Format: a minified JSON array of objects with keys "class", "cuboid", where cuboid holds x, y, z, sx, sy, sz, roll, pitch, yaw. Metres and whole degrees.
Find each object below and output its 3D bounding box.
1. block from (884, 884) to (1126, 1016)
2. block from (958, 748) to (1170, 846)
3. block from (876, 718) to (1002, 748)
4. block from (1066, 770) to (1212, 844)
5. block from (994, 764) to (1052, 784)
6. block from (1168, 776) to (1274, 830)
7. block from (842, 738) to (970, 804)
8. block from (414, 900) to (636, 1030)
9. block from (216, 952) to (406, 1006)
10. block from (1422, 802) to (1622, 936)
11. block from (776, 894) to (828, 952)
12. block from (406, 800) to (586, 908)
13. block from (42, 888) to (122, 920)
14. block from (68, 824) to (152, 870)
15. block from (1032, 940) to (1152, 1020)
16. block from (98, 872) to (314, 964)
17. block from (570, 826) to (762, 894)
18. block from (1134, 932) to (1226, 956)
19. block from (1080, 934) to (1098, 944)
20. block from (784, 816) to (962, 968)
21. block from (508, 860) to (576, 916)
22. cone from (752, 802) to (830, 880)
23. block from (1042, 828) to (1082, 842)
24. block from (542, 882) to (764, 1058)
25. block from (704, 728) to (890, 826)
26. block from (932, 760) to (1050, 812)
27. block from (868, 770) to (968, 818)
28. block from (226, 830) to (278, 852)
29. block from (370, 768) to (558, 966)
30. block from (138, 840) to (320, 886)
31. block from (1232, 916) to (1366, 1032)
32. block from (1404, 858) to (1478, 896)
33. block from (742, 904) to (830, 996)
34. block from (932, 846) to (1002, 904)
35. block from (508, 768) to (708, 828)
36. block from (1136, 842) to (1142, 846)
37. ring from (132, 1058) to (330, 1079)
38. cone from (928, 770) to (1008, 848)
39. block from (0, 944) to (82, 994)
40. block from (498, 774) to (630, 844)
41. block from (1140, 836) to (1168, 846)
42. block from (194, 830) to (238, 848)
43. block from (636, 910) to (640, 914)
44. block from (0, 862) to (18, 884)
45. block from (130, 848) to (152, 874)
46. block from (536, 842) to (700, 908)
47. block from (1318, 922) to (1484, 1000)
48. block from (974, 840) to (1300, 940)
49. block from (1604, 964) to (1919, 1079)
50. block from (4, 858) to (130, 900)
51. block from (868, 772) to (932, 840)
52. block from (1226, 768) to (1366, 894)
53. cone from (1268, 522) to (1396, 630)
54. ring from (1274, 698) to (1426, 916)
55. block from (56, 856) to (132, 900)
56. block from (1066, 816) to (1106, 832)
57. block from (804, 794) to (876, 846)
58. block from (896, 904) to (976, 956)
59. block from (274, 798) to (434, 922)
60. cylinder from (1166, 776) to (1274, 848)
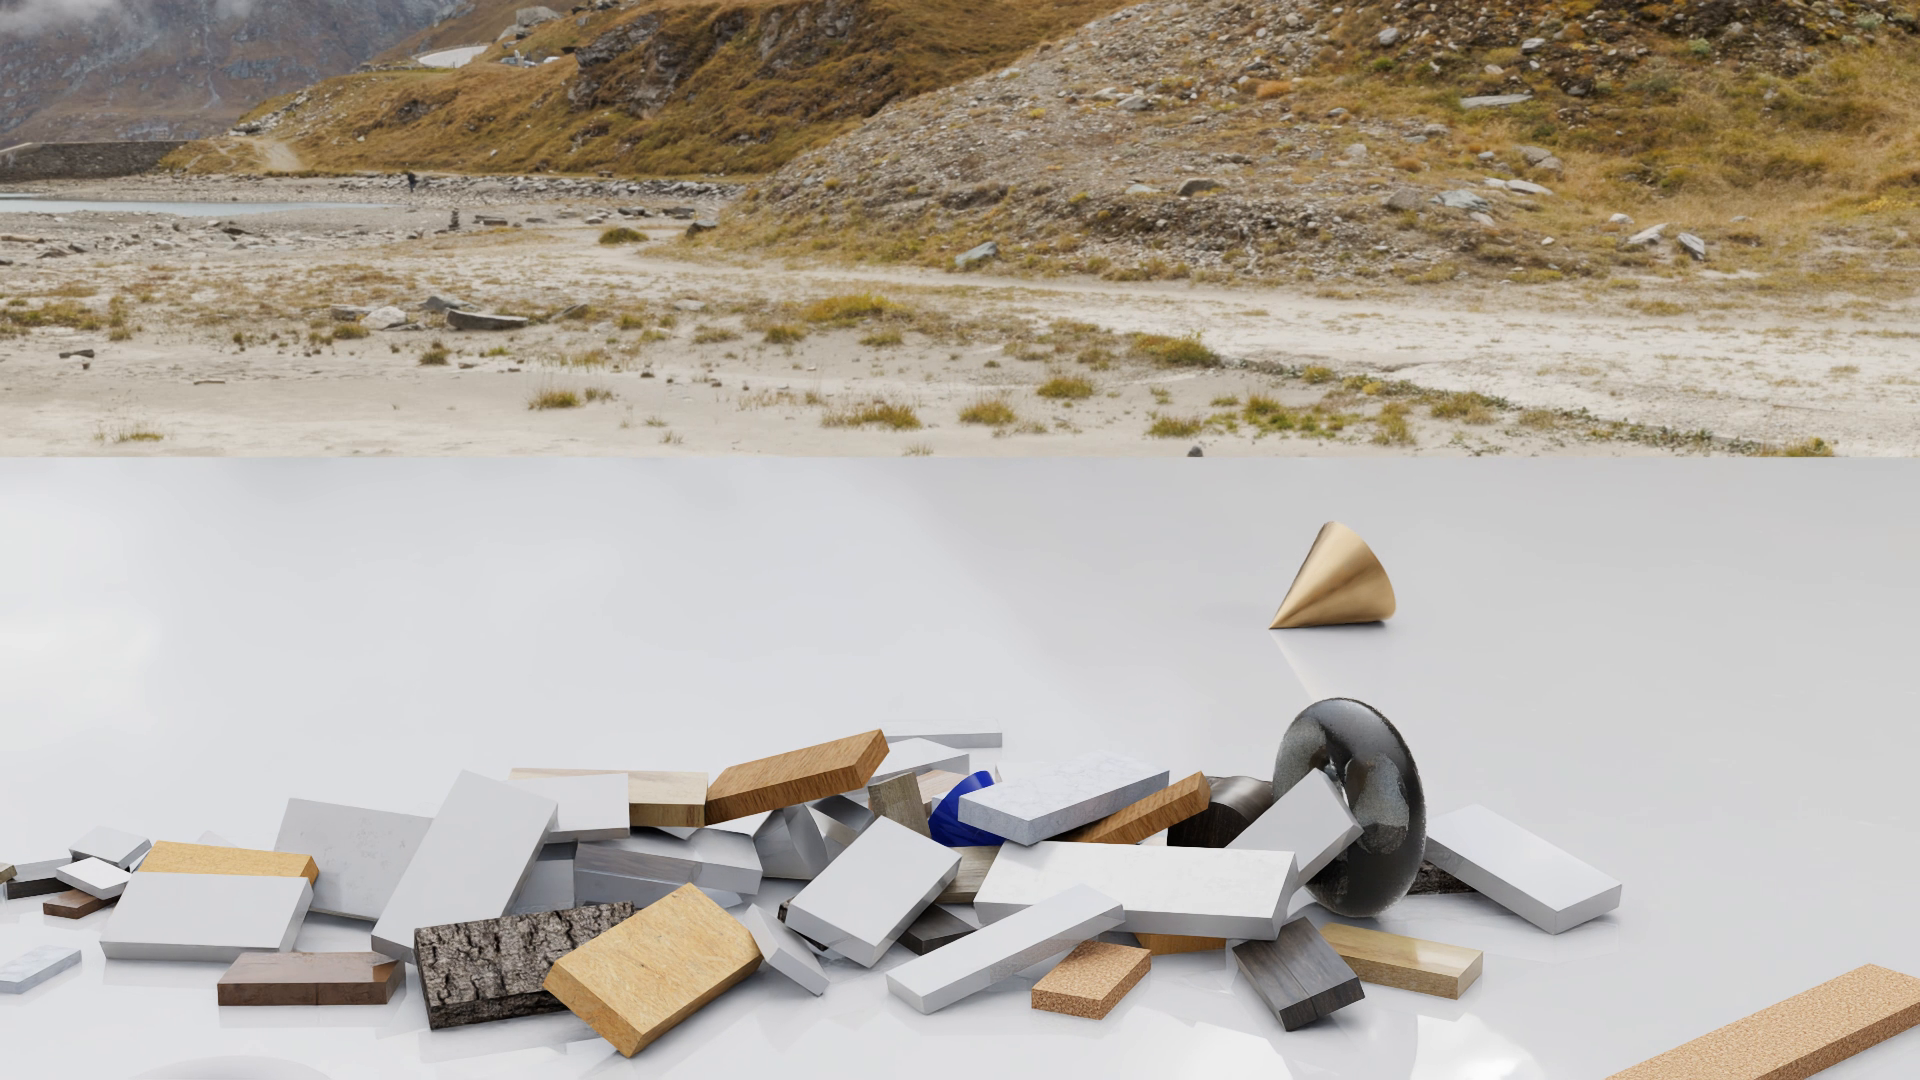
[{"class":"block","cuboid":[0.070,0.608,3.286,0.359,0.030,0.108,-20,19,-27]},{"class":"block","cuboid":[0.180,0.433,3.737,0.152,0.043,0.378,14,17,40]},{"class":"block","cuboid":[-0.044,0.405,4.579,0.251,0.031,0.110,-1,11,-6]},{"class":"block","cuboid":[0.293,0.467,3.642,0.252,0.036,0.126,-28,3,12]},{"class":"block","cuboid":[0.130,0.442,3.851,0.110,0.031,0.220,1,13,-7]},{"class":"block","cuboid":[0.490,0.502,4.022,0.157,0.044,0.313,3,11,17]},{"class":"block","cuboid":[-0.151,0.451,4.296,0.314,0.044,0.157,-9,14,-40]},{"class":"block","cuboid":[-0.622,0.620,3.221,0.324,0.046,0.162,-4,34,-21]},{"class":"block","cuboid":[-0.958,0.649,3.257,0.244,0.035,0.122,0,11,-1]},{"class":"block","cuboid":[0.914,0.539,3.629,0.157,0.044,0.313,-13,27,-33]},{"class":"block","cuboid":[-0.144,0.559,3.511,0.098,0.028,0.327,31,31,28]},{"class":"block","cuboid":[-0.773,0.527,3.669,0.341,0.048,0.171,14,12,6]},{"class":"block","cuboid":[-1.432,0.589,3.622,0.069,0.020,0.139,4,11,20]},{"class":"block","cuboid":[-1.450,0.525,3.752,0.135,0.019,0.068,7,35,32]},{"class":"block","cuboid":[0.197,0.650,3.261,0.108,0.030,0.215,5,12,24]},{"class":"block","cuboid":[-1.166,0.586,3.410,0.284,0.040,0.142,1,39,6]},{"class":"block","cuboid":[-0.486,0.511,3.614,0.303,0.043,0.152,11,13,-16]},{"class":"block","cuboid":[0.320,0.580,3.515,0.126,0.036,0.252,-3,20,-15]},{"class":"block","cuboid":[0.175,0.608,3.510,0.076,0.022,0.152,0,11,-2]},{"class":"block","cuboid":[-0.132,0.549,3.458,0.152,0.043,0.303,24,29,17]},{"class":"block","cuboid":[-0.727,0.567,3.443,0.244,0.122,0.035,-2,-7,-8]},{"class":"cone","cuboid":[-0.334,0.537,3.753,0.164,0.164,0.164,-25,7,10]},{"class":"block","cuboid":[0.200,0.527,3.817,0.165,0.023,0.082,-8,13,-36]},{"class":"block","cuboid":[-0.434,0.617,3.187,0.162,0.046,0.357,36,22,15]},{"class":"block","cuboid":[-0.283,0.402,3.724,0.303,0.043,0.152,-16,13,20]},{"class":"block","cuboid":[0.109,0.482,4.127,0.157,0.044,0.314,9,14,40]},{"class":"block","cuboid":[-0.064,0.483,4.158,0.110,0.031,0.220,7,13,34]},{"class":"block","cuboid":[-1.180,0.537,3.732,0.096,0.027,0.193,-7,12,-35]},{"class":"block","cuboid":[-0.755,0.512,3.373,0.162,0.046,0.324,18,47,3]},{"class":"block","cuboid":[-1.190,0.561,3.524,0.284,0.040,0.142,3,43,15]},{"class":"block","cuboid":[0.493,0.633,3.225,0.123,0.035,0.246,-22,13,-4]},{"class":"block","cuboid":[0.802,0.554,3.741,0.313,0.044,0.157,-2,11,-8]},{"class":"block","cuboid":[-0.263,0.615,3.307,0.098,0.028,0.196,38,-2,-19]},{"class":"block","cuboid":[0.045,0.551,3.631,0.189,0.027,0.094,-4,43,10]},{"class":"block","cuboid":[-0.584,0.425,3.635,0.328,0.040,0.142,2,15,-4]},{"class":"block","cuboid":[0.271,0.556,3.786,0.223,0.023,0.082,-6,12,-29]},{"class":"ring","cuboid":[-0.898,0.725,2.635,0.343,0.114,0.343,1,12,0]},{"class":"cone","cuboid":[0.061,0.527,3.779,0.187,0.187,0.187,36,28,25]},{"class":"block","cuboid":[-1.398,0.646,3.312,0.069,0.020,0.139,3,11,16]},{"class":"block","cuboid":[-0.639,0.432,3.526,0.215,0.030,0.108,-2,47,-8]},{"class":"block","cuboid":[0.332,0.543,3.743,0.076,0.022,0.152,8,14,28]},{"class":"block","cuboid":[-1.227,0.535,3.644,0.145,0.021,0.072,19,56,37]},{"class":"block","cuboid":[-0.508,0.618,3.423,0.244,0.035,0.122,-7,13,-33]},{"class":"block","cuboid":[-1.644,0.562,3.679,0.135,0.019,0.068,0,23,39]},{"class":"block","cuboid":[-1.341,0.543,3.681,0.072,0.021,0.145,-54,25,-20]},{"class":"block","cuboid":[-0.606,0.532,3.595,0.341,0.048,0.171,11,13,-16]},{"class":"block","cuboid":[0.652,0.635,3.329,0.246,0.035,0.123,6,12,30]},{"class":"block","cuboid":[0.275,0.546,3.453,0.487,0.044,0.157,-1,31,24]},{"class":"block","cuboid":[0.973,0.715,2.900,1.065,0.035,0.123,-8,13,-38]},{"class":"block","cuboid":[-1.513,0.566,3.723,0.193,0.027,0.096,-6,12,-28]},{"class":"block","cuboid":[-0.092,0.492,3.684,0.027,0.189,0.095,-15,-1,39]},{"class":"block","cuboid":[0.510,0.492,3.486,0.036,0.252,0.126,31,21,-42]},{"class":"cone","cuboid":[0.907,0.154,5.654,0.296,0.296,0.296,-32,20,-15]},{"class":"ring","cuboid":[0.628,0.433,3.567,0.119,0.357,0.357,-4,11,-23]},{"class":"block","cuboid":[-1.429,0.561,3.645,0.135,0.019,0.068,12,17,36]},{"class":"block","cuboid":[0.205,0.483,3.927,0.303,0.043,0.152,-8,1,-28]},{"class":"block","cuboid":[-0.192,0.493,3.815,0.043,0.152,0.303,-52,31,-14]},{"class":"block","cuboid":[-0.065,0.609,3.488,0.098,0.028,0.196,-6,12,-30]},{"class":"block","cuboid":[-0.958,0.524,3.555,0.341,0.171,0.048,4,-20,23]},{"class":"cylinder","cuboid":[0.454,0.499,3.712,0.164,0.164,0.164,5,12,25]}]
